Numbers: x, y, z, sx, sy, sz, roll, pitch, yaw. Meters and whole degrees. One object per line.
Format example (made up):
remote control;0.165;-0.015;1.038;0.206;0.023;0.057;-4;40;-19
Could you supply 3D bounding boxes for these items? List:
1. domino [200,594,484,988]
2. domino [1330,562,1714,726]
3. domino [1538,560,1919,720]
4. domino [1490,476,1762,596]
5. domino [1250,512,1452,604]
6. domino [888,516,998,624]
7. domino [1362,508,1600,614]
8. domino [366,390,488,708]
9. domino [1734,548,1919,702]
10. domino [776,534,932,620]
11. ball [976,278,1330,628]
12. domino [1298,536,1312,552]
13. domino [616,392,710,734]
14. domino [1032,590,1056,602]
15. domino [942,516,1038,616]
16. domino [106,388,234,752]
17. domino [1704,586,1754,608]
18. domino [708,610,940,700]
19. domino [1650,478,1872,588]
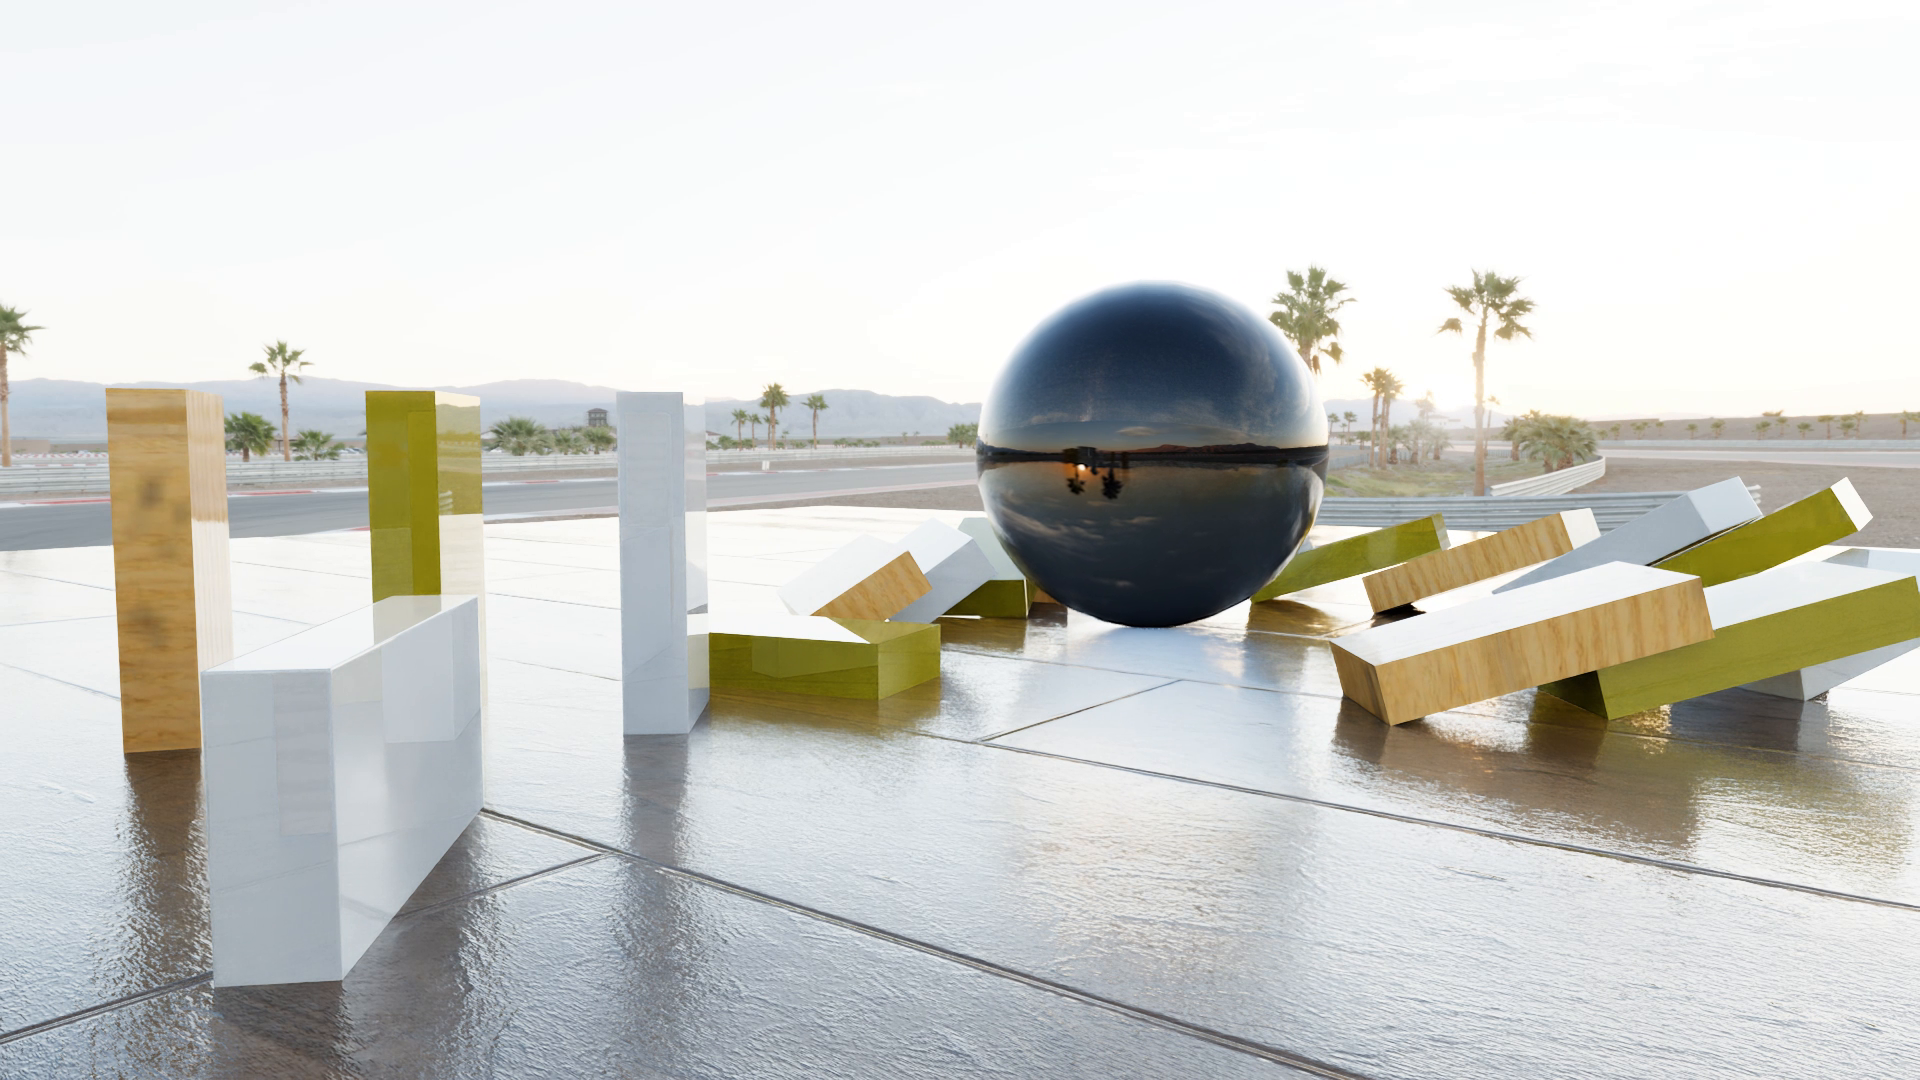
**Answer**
domino;-0.057;0.021;0.125;0.009;0.025;0.050;-1;4;-8
domino;0.088;0.016;0.205;0.050;0.010;0.025;-16;4;2
domino;0.123;0.016;0.209;0.050;0.010;0.025;-15;4;2
domino;0.148;0.003;0.287;0.025;0.009;0.050;-12;-19;-37
domino;0.103;0.005;0.343;0.050;0.009;0.025;-18;-4;26
domino;-0.009;0.008;0.300;0.025;0.009;0.050;-36;12;-5
domino;0.128;0.005;0.317;0.050;0.010;0.025;-24;-12;39
domino;-0.081;0.003;0.196;0.010;0.050;0.025;-1;4;-7
domino;0.157;0.014;0.231;0.050;0.010;0.025;-18;10;-19
domino;-0.024;0.011;0.280;0.025;0.010;0.050;-34;11;-10
ball;0.044;-0.020;0.296;0.080;0.080;0.080;0;4;0
domino;0.071;0.004;0.358;0.050;0.009;0.025;-17;2;9
domino;-0.045;0.003;0.199;0.010;0.050;0.025;0;4;-4
domino;0.025;0.010;0.370;0.025;0.010;0.050;1;5;19
domino;0.009;0.006;0.337;0.025;0.010;0.050;-1;19;13
domino;-0.115;0.003;0.188;0.009;0.050;0.025;-2;5;-20
domino;0.171;0.017;0.273;0.025;0.010;0.050;3;5;35
domino;-0.032;0.020;0.234;0.050;0.010;0.025;2;5;23
domino;0.161;0.004;0.269;0.025;0.009;0.050;-10;-20;-49
